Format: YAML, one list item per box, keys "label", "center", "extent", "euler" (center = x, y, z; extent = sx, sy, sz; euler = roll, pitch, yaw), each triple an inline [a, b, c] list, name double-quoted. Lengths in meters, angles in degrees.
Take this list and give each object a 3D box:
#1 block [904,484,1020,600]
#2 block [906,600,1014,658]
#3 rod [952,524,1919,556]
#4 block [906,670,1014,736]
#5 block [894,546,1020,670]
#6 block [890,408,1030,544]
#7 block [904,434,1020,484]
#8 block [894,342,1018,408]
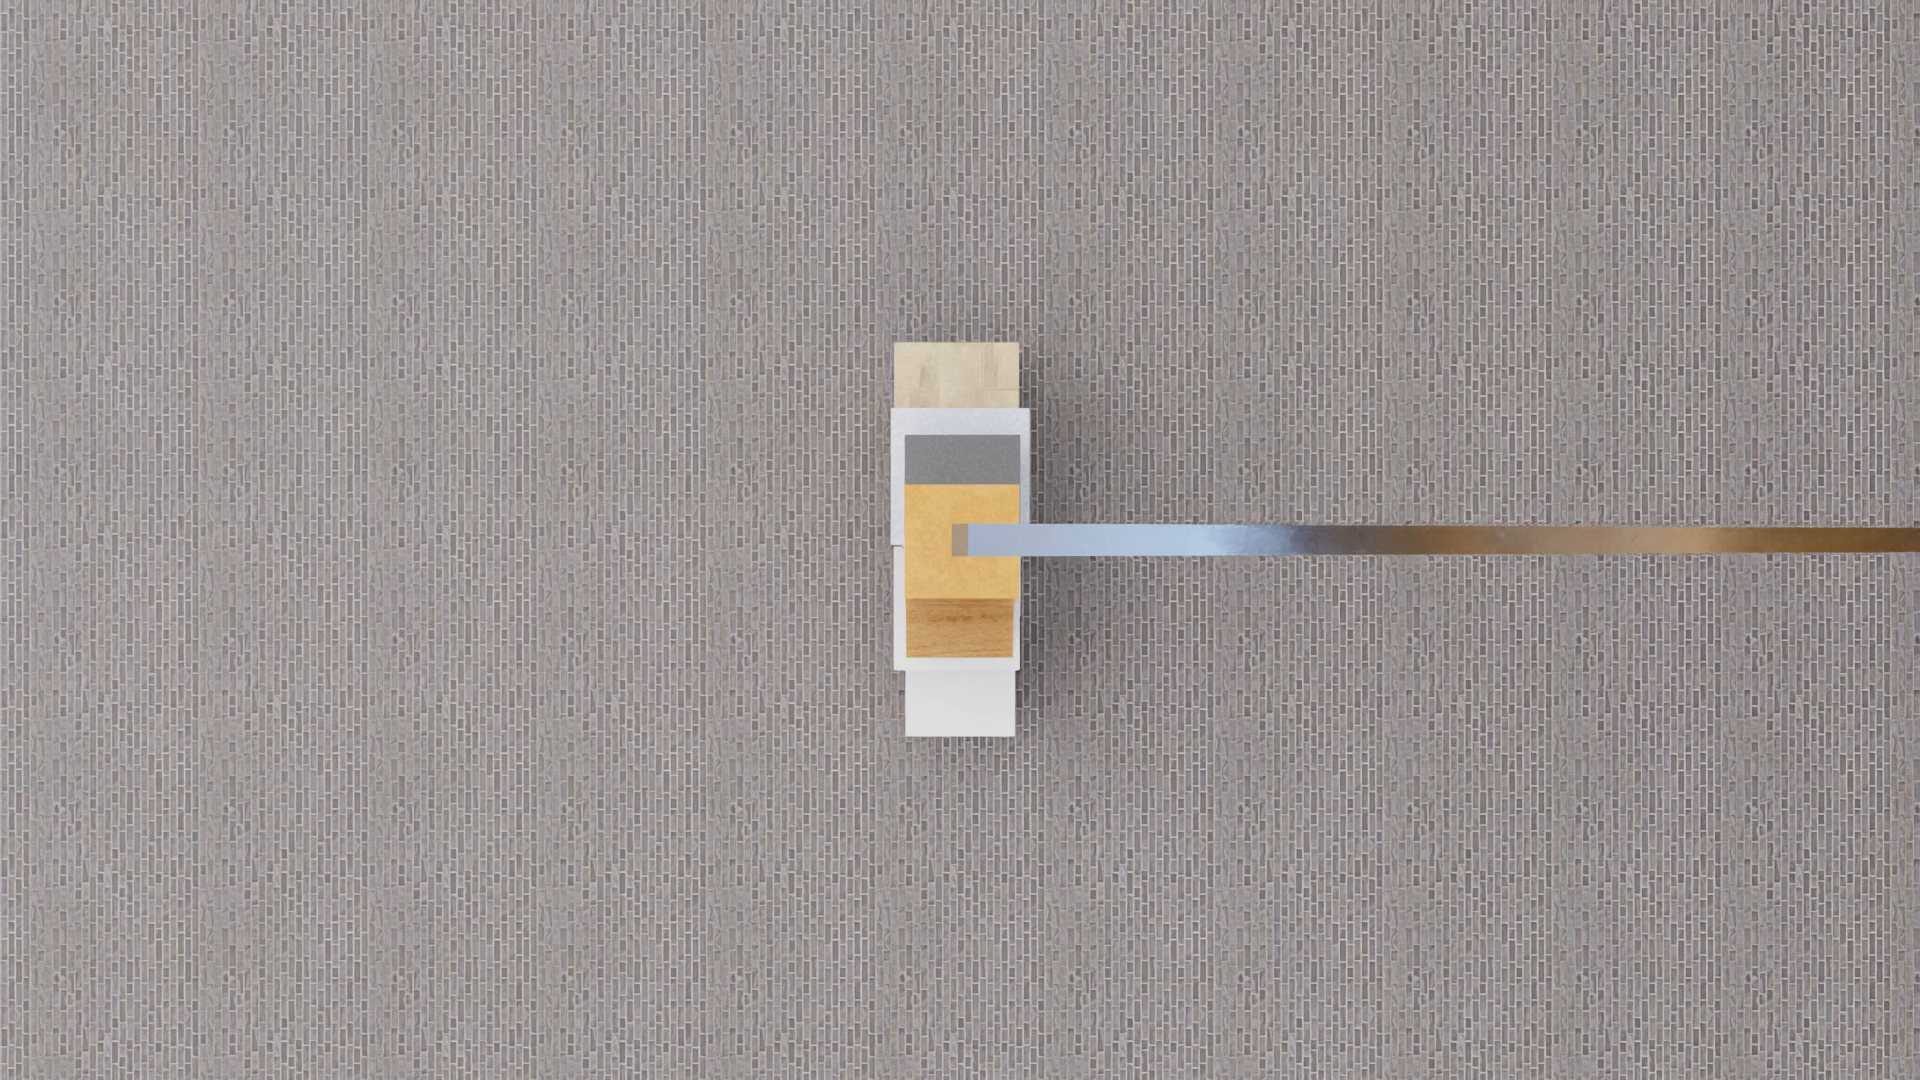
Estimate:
- label: "block"
  center: [0.009, 0.004, 10.597]
  extent: [0.536, 0.619, 0.535]
  euler: [0, 91, 0]
- label: "block"
  center: [-0.002, 0.288, 11.240]
  extent: [0.534, 0.598, 0.535]
  euler: [0, 97, 0]
- label: "rod"
  center: [2.234, 0.000, 6.703]
  extent: [5.200, 0.080, 0.080]
  euler: [0, 90, -31]
- label: "block"
  center: [0.002, 0.772, 12.691]
  extent: [0.615, 0.619, 0.666]
  euler: [0, 90, 0]
- label: "block"
  center: [-0.018, 0.362, 11.970]
  extent: [0.667, 0.622, 0.656]
  euler: [0, 90, 0]
- label: "block"
  center: [0.001, -0.333, 11.896]
  extent: [0.725, 0.770, 0.715]
  euler: [0, 90, 0]
- label: "block"
  center: [0.012, -0.272, 11.209]
  extent: [0.575, 0.605, 0.501]
  euler: [0, 90, 0]
- label: "block"
  center: [-0.019, -0.730, 12.649]
  extent: [0.696, 0.703, 0.751]
  euler: [0, 90, 0]
